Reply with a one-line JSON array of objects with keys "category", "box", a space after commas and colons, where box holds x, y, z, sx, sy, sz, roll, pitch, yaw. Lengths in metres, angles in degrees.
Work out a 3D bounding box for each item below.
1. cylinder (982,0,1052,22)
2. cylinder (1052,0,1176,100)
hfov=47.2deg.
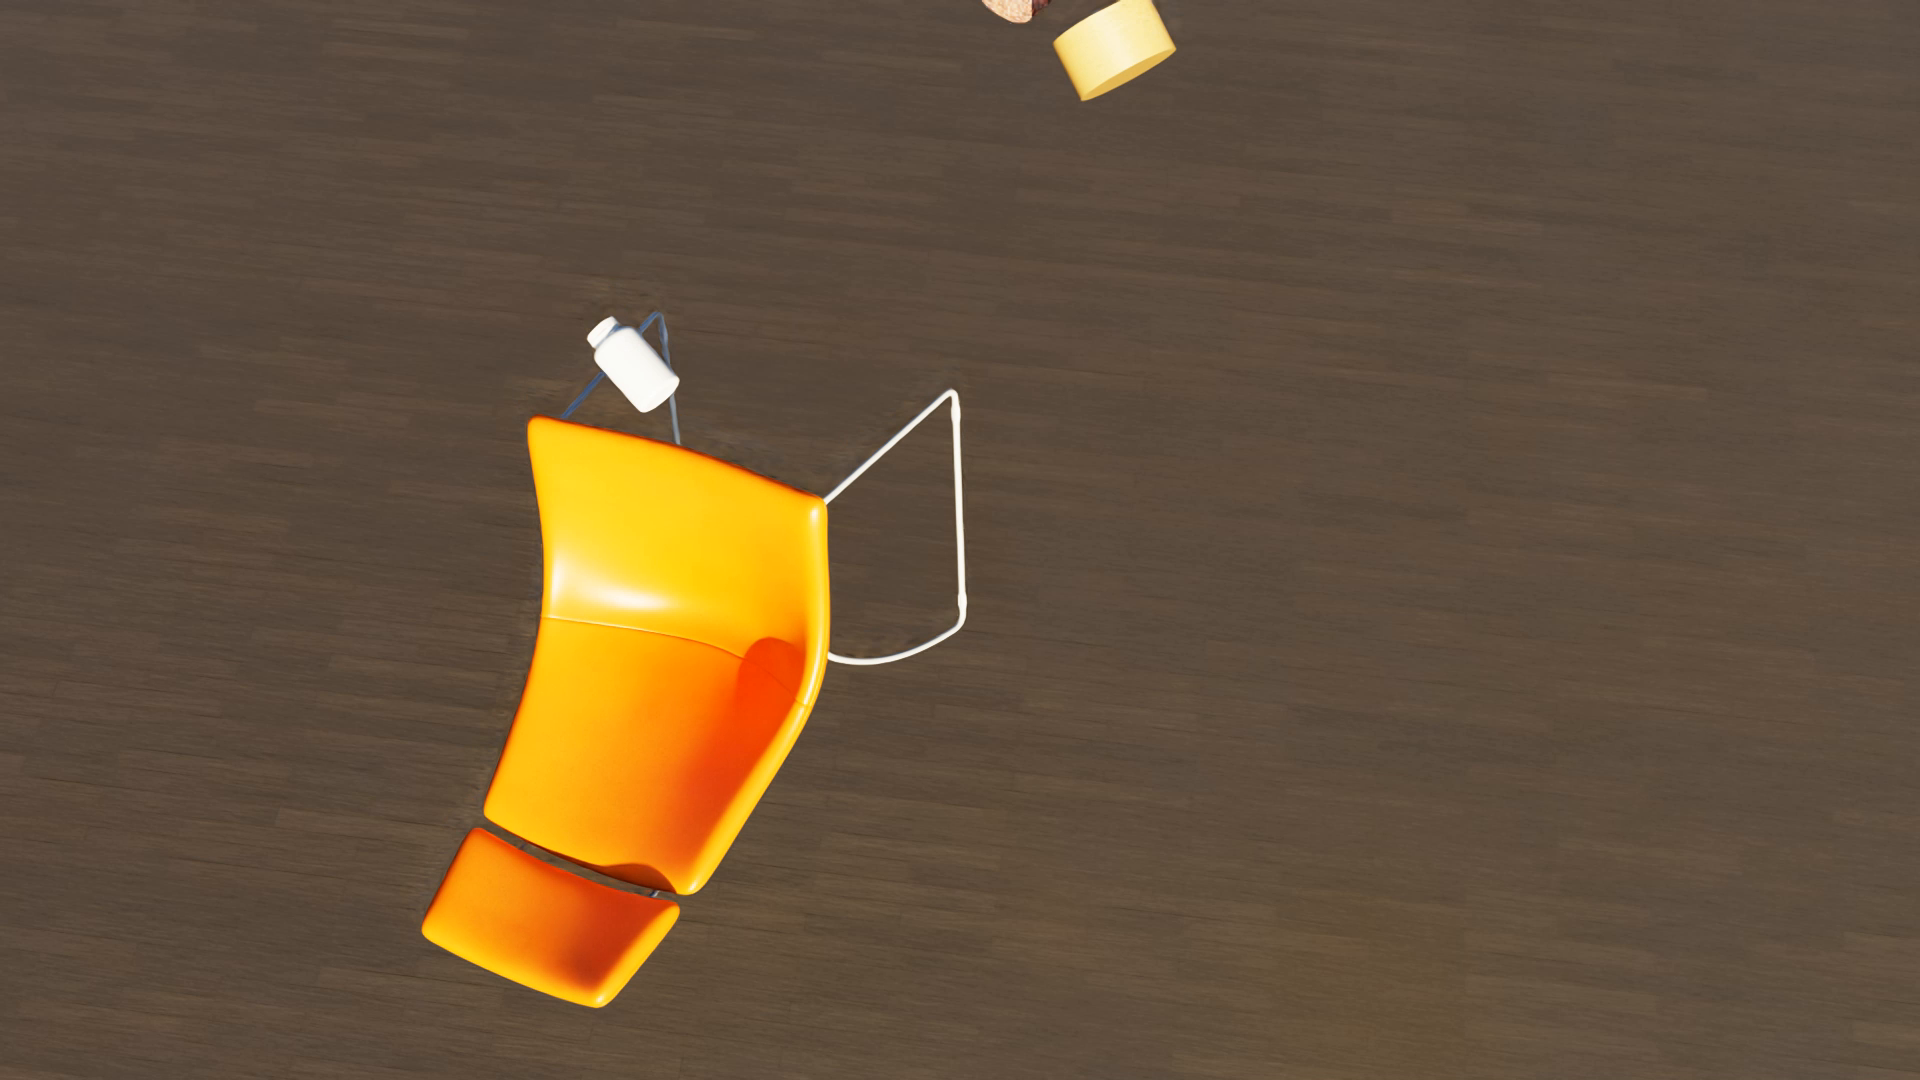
[{"category": "cylinder", "box": [0.121, -1.264, 4.914, 0.105, 0.184, 0.235, -42, 39, -15]}, {"category": "cylinder", "box": [0.330, -1.055, 4.703, 0.230, 0.221, 0.133, -27, 92, 4]}]
